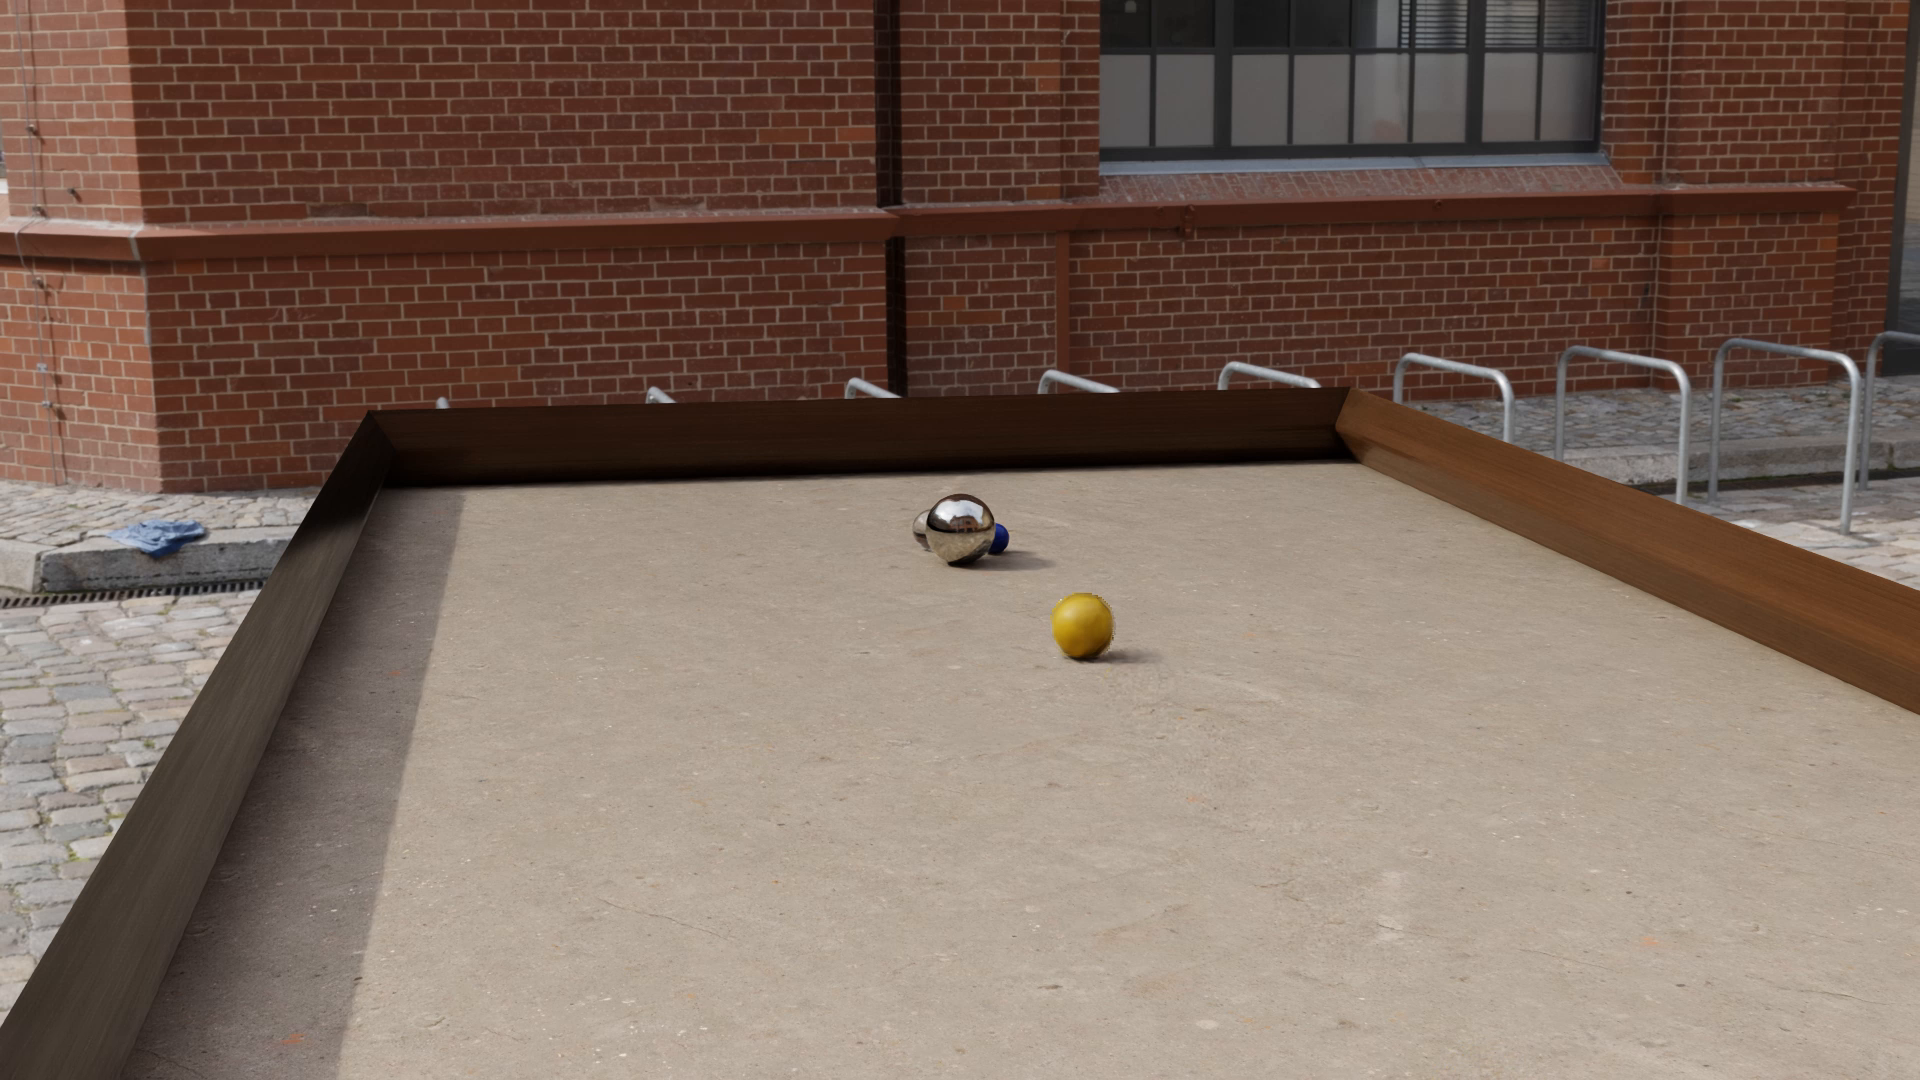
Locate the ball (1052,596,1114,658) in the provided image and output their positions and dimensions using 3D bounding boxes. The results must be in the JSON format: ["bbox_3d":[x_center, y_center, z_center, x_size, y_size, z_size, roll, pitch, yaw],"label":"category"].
[{"bbox_3d":[0.142,0.100,2.535,0.072,0.072,0.072,0,11,0],"label":"ball"}]

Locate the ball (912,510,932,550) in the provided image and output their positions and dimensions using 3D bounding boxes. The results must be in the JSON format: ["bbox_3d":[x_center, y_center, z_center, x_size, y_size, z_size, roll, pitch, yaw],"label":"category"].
[{"bbox_3d":[-0.039,-0.015,3.143,0.058,0.058,0.058,0,11,0],"label":"ball"}]

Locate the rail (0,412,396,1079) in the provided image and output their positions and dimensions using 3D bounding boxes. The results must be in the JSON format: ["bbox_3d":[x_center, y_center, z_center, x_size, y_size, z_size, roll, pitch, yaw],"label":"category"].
[{"bbox_3d":[-0.678,0.149,2.144,0.045,0.127,3.122,-2,11,-10],"label":"rail"}]

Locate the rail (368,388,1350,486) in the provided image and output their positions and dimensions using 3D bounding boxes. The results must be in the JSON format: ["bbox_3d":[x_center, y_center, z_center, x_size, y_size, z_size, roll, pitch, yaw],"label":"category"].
[{"bbox_3d":[-0.135,-0.177,3.772,1.708,0.127,0.045,-2,11,-10],"label":"rail"}]

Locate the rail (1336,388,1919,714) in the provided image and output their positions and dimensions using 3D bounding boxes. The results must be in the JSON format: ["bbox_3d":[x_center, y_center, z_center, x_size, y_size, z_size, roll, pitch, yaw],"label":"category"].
[{"bbox_3d":[0.956,0.091,2.434,0.045,0.127,3.122,-2,11,-10],"label":"rail"}]

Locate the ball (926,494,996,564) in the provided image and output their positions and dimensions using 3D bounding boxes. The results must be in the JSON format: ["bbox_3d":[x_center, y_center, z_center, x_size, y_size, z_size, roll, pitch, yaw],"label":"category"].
[{"bbox_3d":[0.001,-0.015,3.045,0.098,0.098,0.098,0,11,0],"label":"ball"}]

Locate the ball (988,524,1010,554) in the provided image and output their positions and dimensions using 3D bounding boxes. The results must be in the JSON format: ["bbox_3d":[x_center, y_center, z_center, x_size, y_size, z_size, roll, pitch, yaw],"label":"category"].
[{"bbox_3d":[0.048,-0.002,3.119,0.044,0.044,0.044,0,11,0],"label":"ball"}]
